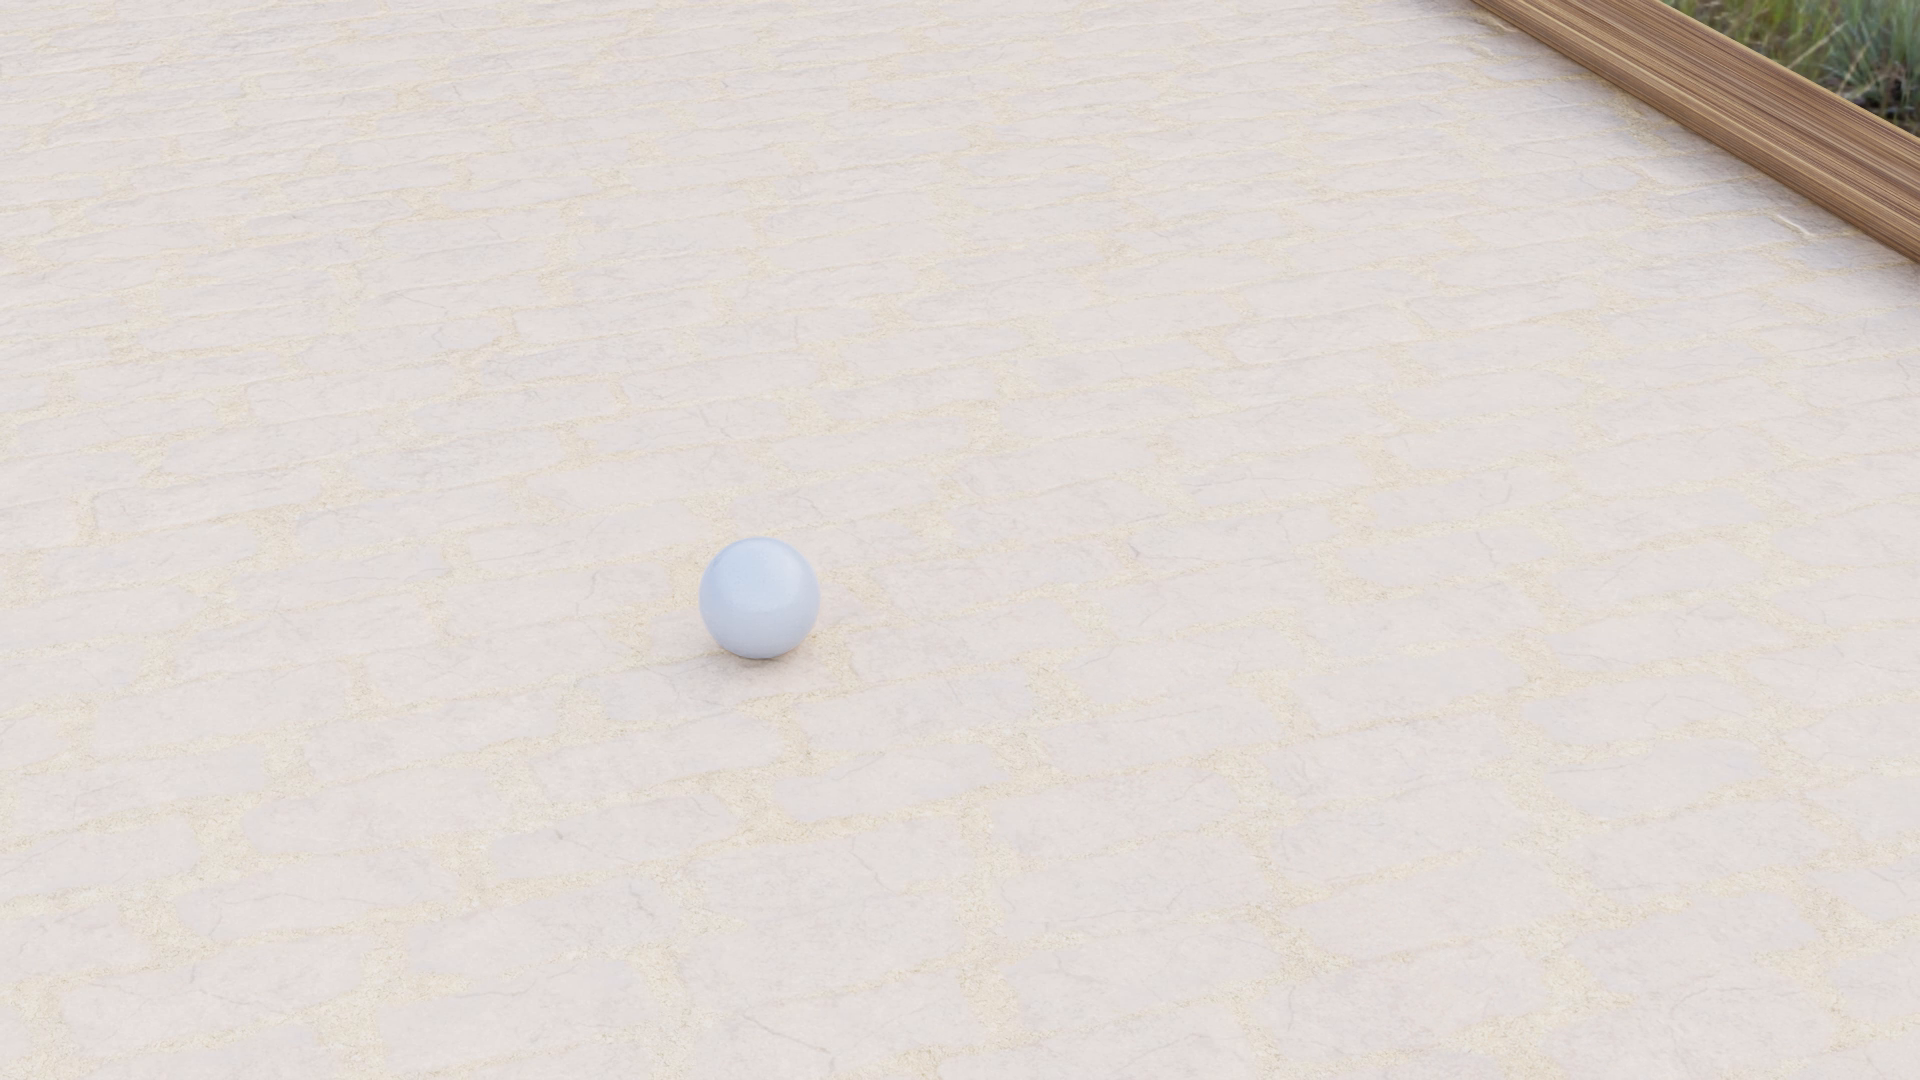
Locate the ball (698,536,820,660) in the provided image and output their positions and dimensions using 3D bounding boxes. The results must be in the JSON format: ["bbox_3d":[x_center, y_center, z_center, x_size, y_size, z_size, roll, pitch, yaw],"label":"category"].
[{"bbox_3d":[-0.123,0.035,1.804,0.075,0.075,0.075,0,28,0],"label":"ball"}]

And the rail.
[{"bbox_3d":[0.539,-0.545,2.887,0.045,0.098,3.576,-9,29,-17],"label":"rail"}]
